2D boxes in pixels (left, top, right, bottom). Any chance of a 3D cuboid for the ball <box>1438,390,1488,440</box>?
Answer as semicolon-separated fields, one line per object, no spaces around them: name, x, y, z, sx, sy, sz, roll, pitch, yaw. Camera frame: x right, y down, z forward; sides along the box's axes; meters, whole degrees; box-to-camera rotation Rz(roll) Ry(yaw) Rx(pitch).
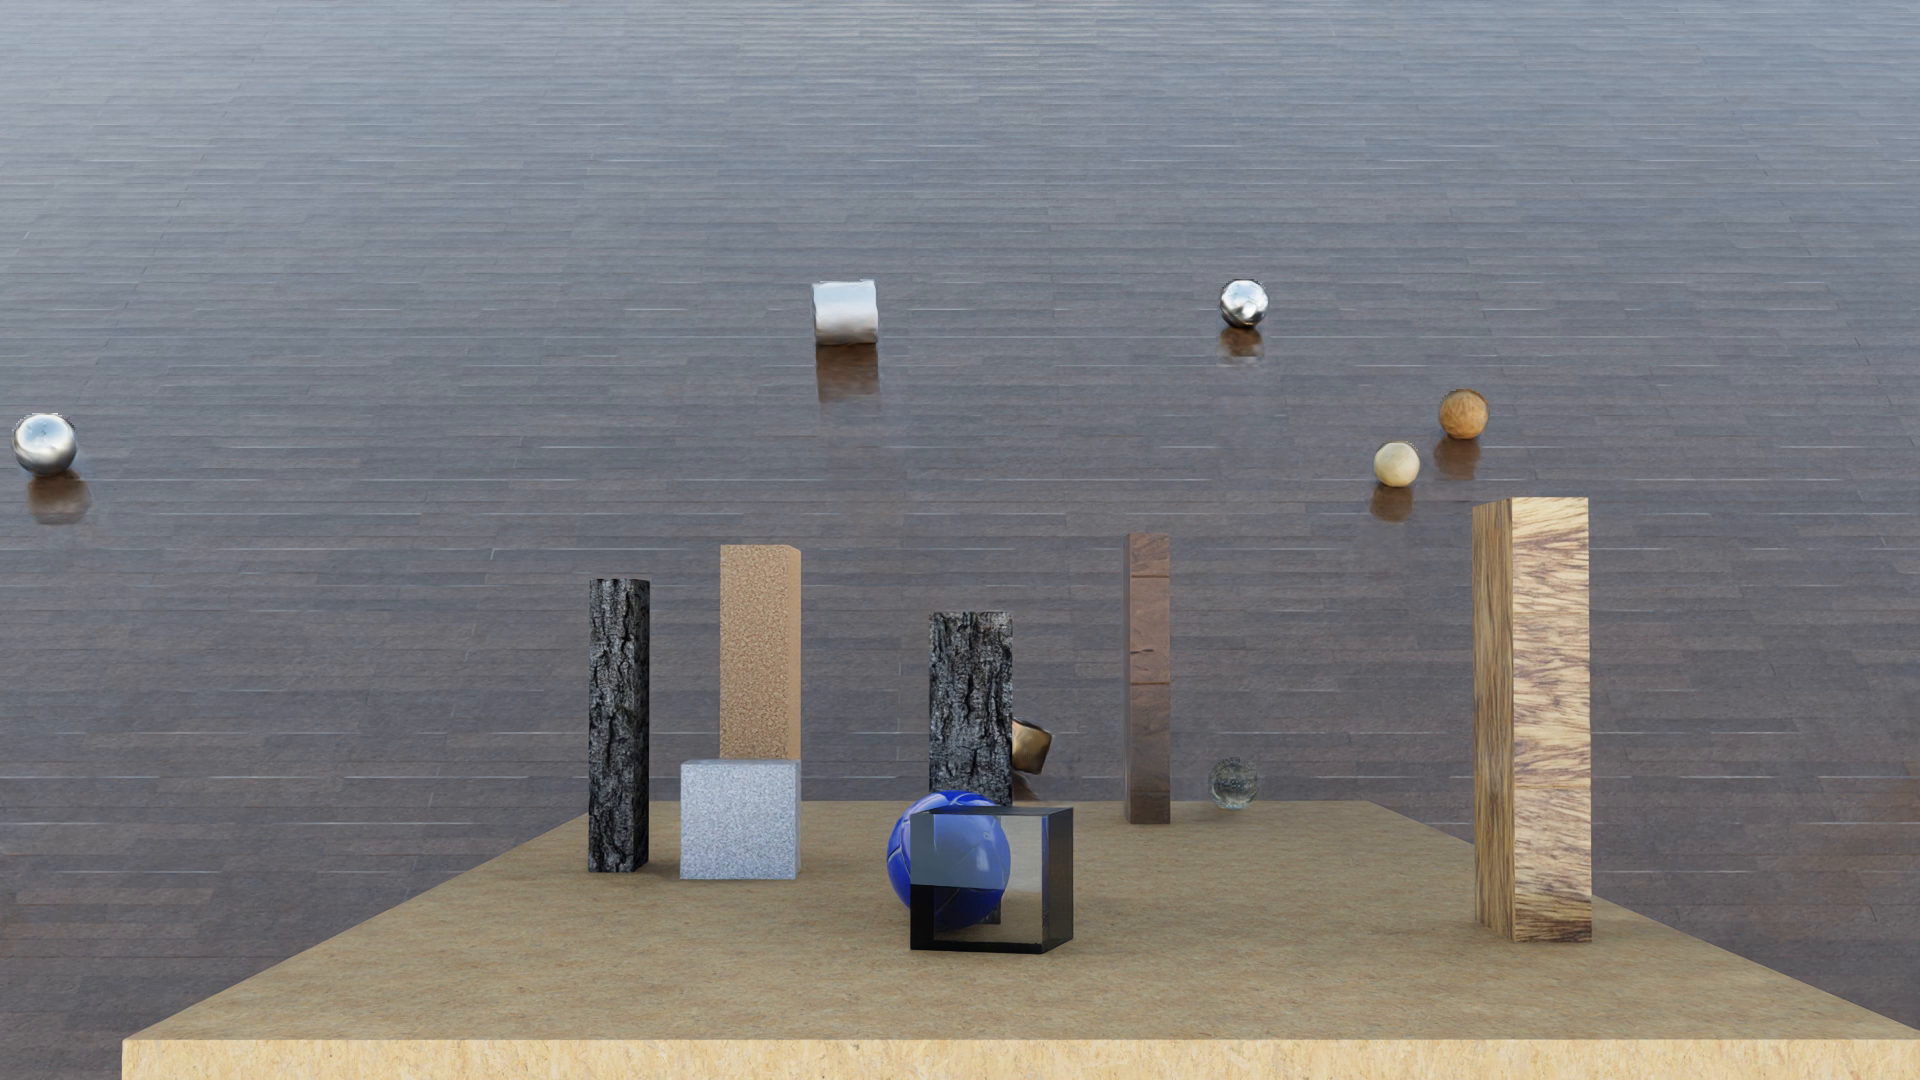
ball;1.626;-0.403;8.390;0.156;0.156;0.156;0;35;0

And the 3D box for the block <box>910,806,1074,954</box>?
block;0.048;0.485;3.733;0.191;0.191;0.191;-1;-2;16

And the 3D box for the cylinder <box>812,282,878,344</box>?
cylinder;-0.392;-0.772;8.843;0.207;0.207;0.207;-3;36;-5

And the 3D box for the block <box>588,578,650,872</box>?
block;-0.650;0.350;4.965;0.084;0.547;0.241;0;-2;0

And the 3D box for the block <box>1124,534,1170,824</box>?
block;0.442;0.327;6.171;0.092;0.676;0.242;0;-2;0

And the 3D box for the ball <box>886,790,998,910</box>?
ball;-0.009;0.484;3.954;0.208;0.208;0.208;0;35;0

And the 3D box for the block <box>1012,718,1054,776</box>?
block;0.156;0.551;7.003;0.119;0.119;0.119;17;3;-37

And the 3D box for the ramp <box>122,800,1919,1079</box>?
ramp;0.078;0.669;4.856;2.000;0.100;4.000;0;-2;0

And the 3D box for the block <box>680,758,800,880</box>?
block;-0.403;0.514;4.810;0.207;0.207;0.207;0;-2;-1

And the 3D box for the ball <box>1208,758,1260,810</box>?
ball;0.687;0.612;6.521;0.129;0.129;0.129;0;35;0

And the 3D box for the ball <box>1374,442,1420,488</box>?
ball;1.372;-0.236;8.167;0.143;0.143;0.143;0;35;0

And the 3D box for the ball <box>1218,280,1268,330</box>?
ball;0.976;-0.811;8.951;0.169;0.169;0.169;0;35;0

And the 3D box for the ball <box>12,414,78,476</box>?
ball;-2.891;-0.300;8.211;0.197;0.197;0.197;0;35;0

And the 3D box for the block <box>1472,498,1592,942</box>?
block;0.857;0.265;3.909;0.110;0.643;0.296;0;-2;0

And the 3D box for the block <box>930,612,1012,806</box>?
block;0.017;0.358;4.253;0.130;0.480;0.383;0;-2;0

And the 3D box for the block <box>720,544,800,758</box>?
block;-0.390;0.322;5.114;0.129;0.612;0.386;0;-2;0
